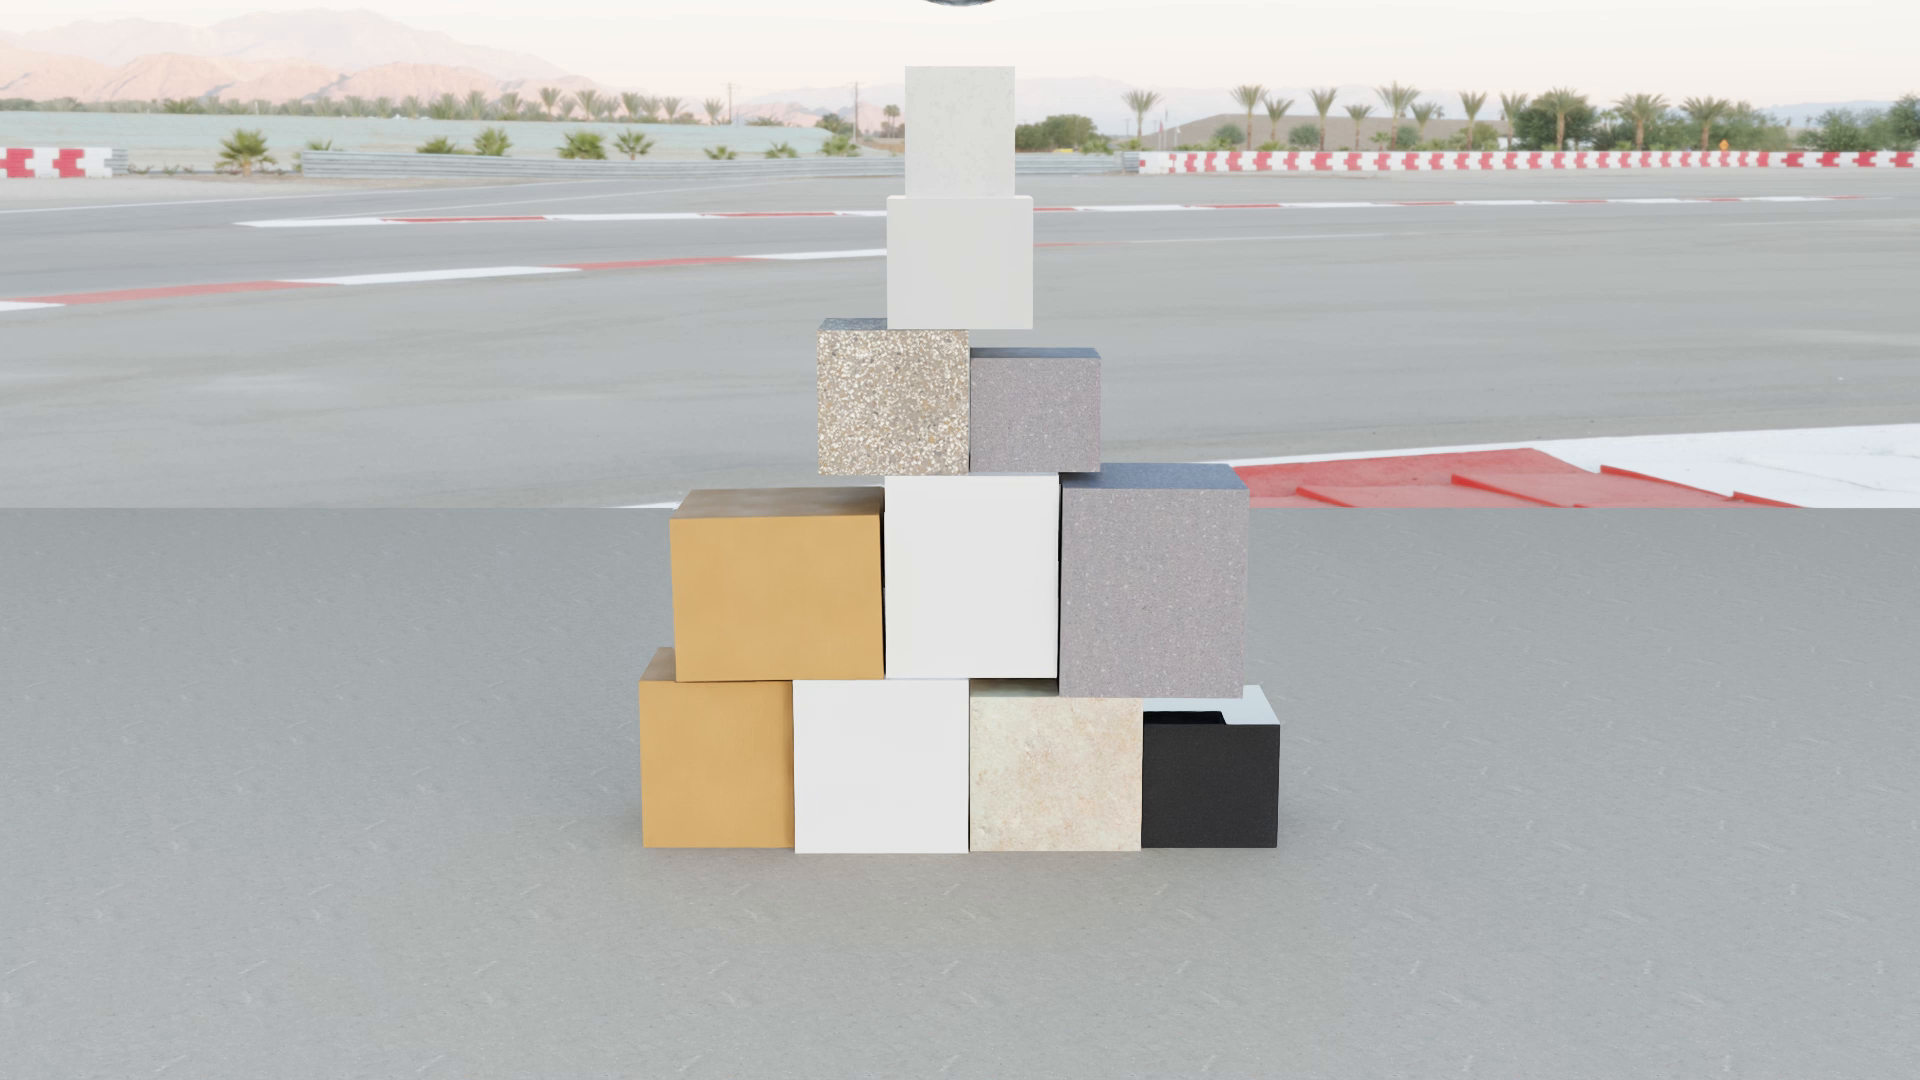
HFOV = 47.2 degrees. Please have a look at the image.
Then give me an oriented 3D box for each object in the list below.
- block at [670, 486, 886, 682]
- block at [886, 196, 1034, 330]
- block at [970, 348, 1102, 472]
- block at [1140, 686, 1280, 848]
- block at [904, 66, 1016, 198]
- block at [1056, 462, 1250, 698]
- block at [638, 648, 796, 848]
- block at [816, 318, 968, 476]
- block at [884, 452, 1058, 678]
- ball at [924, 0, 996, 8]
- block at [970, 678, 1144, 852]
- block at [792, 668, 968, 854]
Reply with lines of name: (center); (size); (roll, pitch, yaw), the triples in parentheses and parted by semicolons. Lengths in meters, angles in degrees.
block: (-0.895, 0.206, 11.213); (1.021, 0.815, 0.917); (-1, 10, 0)
block: (0.000, -1.385, 10.914); (0.704, 0.627, 0.606); (0, 10, 0)
block: (0.370, -0.662, 11.063); (0.640, 0.562, 0.560); (0, 10, 0)
block: (1.254, 1.161, 11.384); (0.679, 0.642, 0.792); (0, 10, 0)
block: (0.000, -2.002, 10.814); (0.526, 0.623, 0.564); (0, 10, 0)
block: (0.948, 0.187, 11.195); (0.907, 1.044, 0.882); (0, 10, 0)
block: (-1.213, 1.056, 11.353); (0.763, 0.860, 0.748); (0, 10, 0)
block: (-0.325, -0.731, 11.044); (0.731, 0.706, 0.760); (0, 10, 0)
block: (0.057, 0.109, 11.206); (0.847, 1.006, 0.854); (0, 10, 0)
ball: (0.000, -4.600, 15.583); (1.600, 1.600, 1.600); (0, 10, 0)
block: (0.478, 1.086, 11.380); (0.854, 0.791, 0.906); (0, 10, 0)
block: (-0.390, 1.042, 11.362); (0.862, 0.885, 0.954); (0, 10, 0)
